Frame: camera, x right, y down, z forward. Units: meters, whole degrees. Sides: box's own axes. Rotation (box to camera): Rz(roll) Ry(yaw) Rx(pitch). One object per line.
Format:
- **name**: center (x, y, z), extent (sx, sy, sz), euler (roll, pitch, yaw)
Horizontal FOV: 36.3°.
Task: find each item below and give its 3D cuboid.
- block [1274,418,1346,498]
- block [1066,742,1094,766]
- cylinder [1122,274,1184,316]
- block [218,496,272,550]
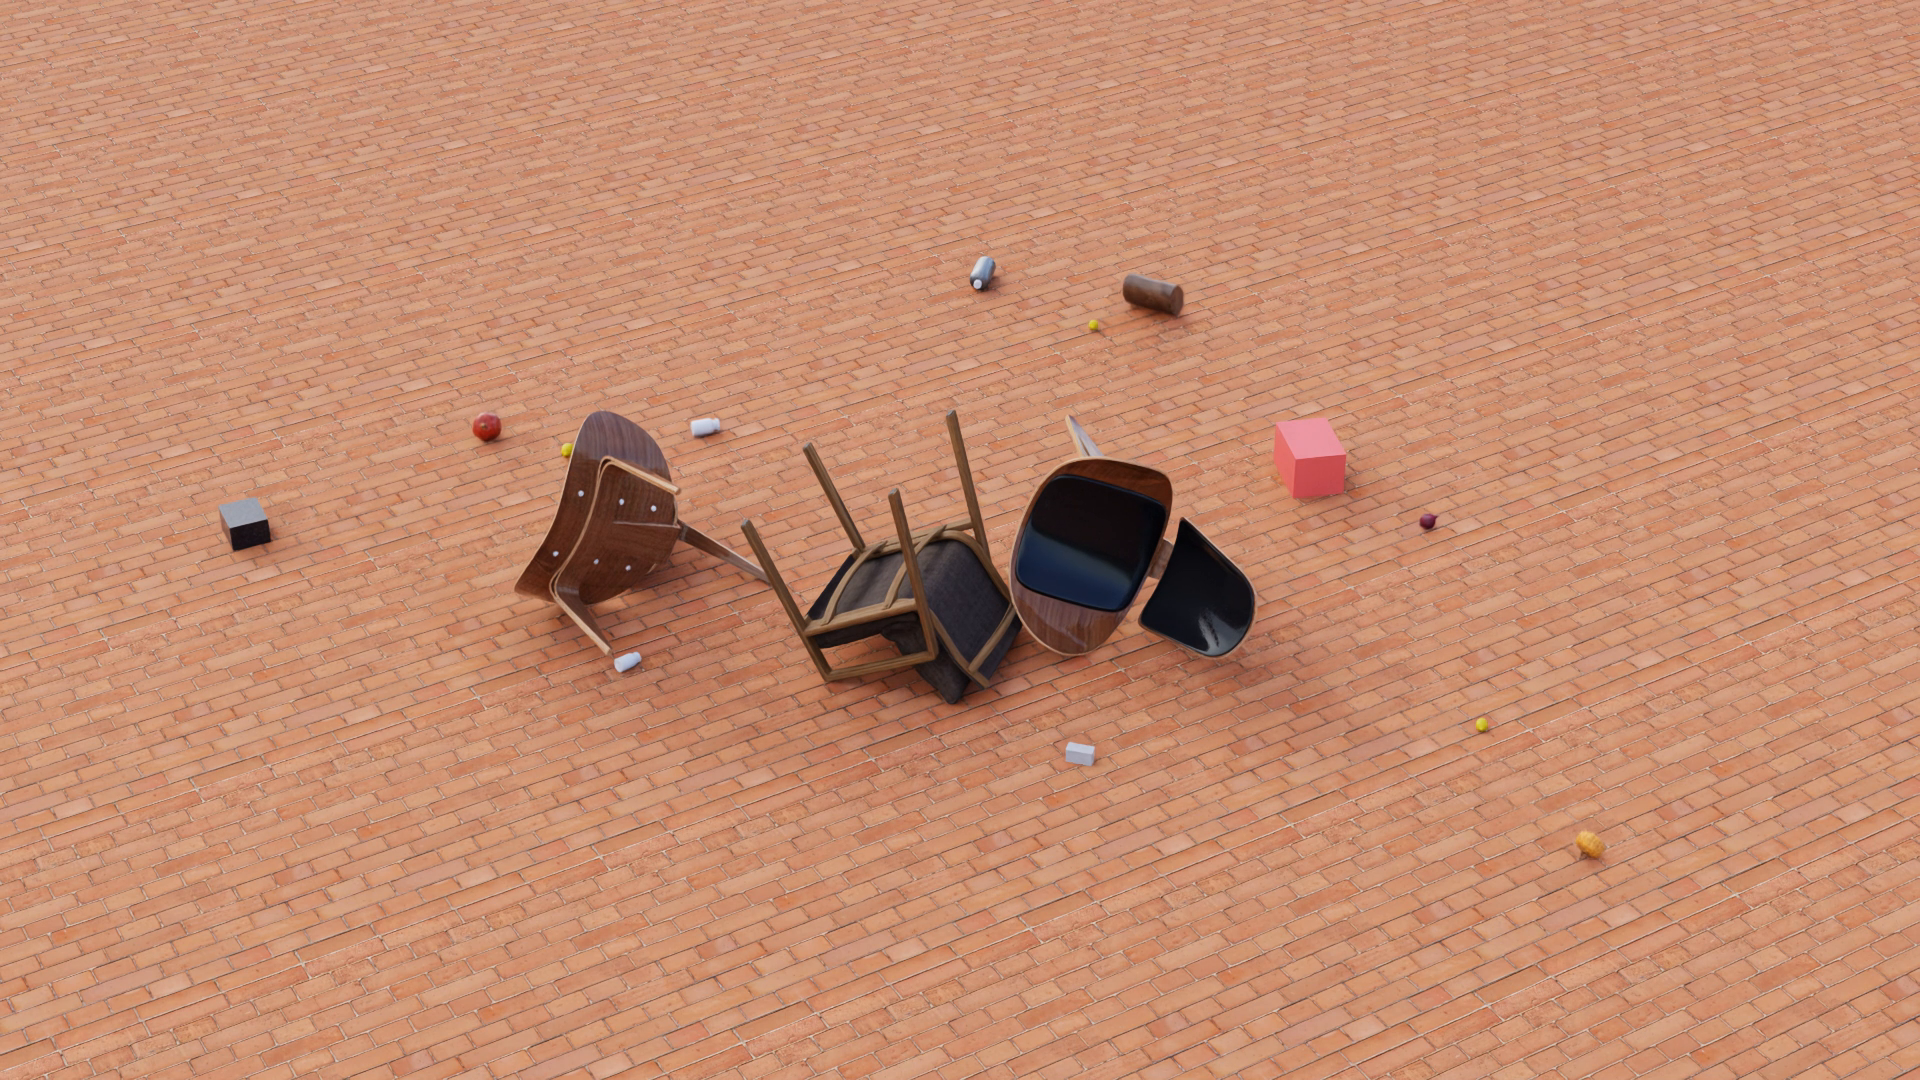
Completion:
- **block**: center (1.342, -0.317, 11.265), extent (0.199, 0.176, 0.276), euler (-6, 34, -9)
- **block**: center (0.402, 0.717, 9.810), extent (0.090, 0.051, 0.043), euler (10, 35, 14)
- **cylinder**: center (0.816, -1.036, 12.382), extent (0.225, 0.163, 0.112), euler (17, 72, 24)
- **block**: center (-2.670, -0.061, 10.944), extent (0.144, 0.102, 0.172), euler (-15, 36, -21)
